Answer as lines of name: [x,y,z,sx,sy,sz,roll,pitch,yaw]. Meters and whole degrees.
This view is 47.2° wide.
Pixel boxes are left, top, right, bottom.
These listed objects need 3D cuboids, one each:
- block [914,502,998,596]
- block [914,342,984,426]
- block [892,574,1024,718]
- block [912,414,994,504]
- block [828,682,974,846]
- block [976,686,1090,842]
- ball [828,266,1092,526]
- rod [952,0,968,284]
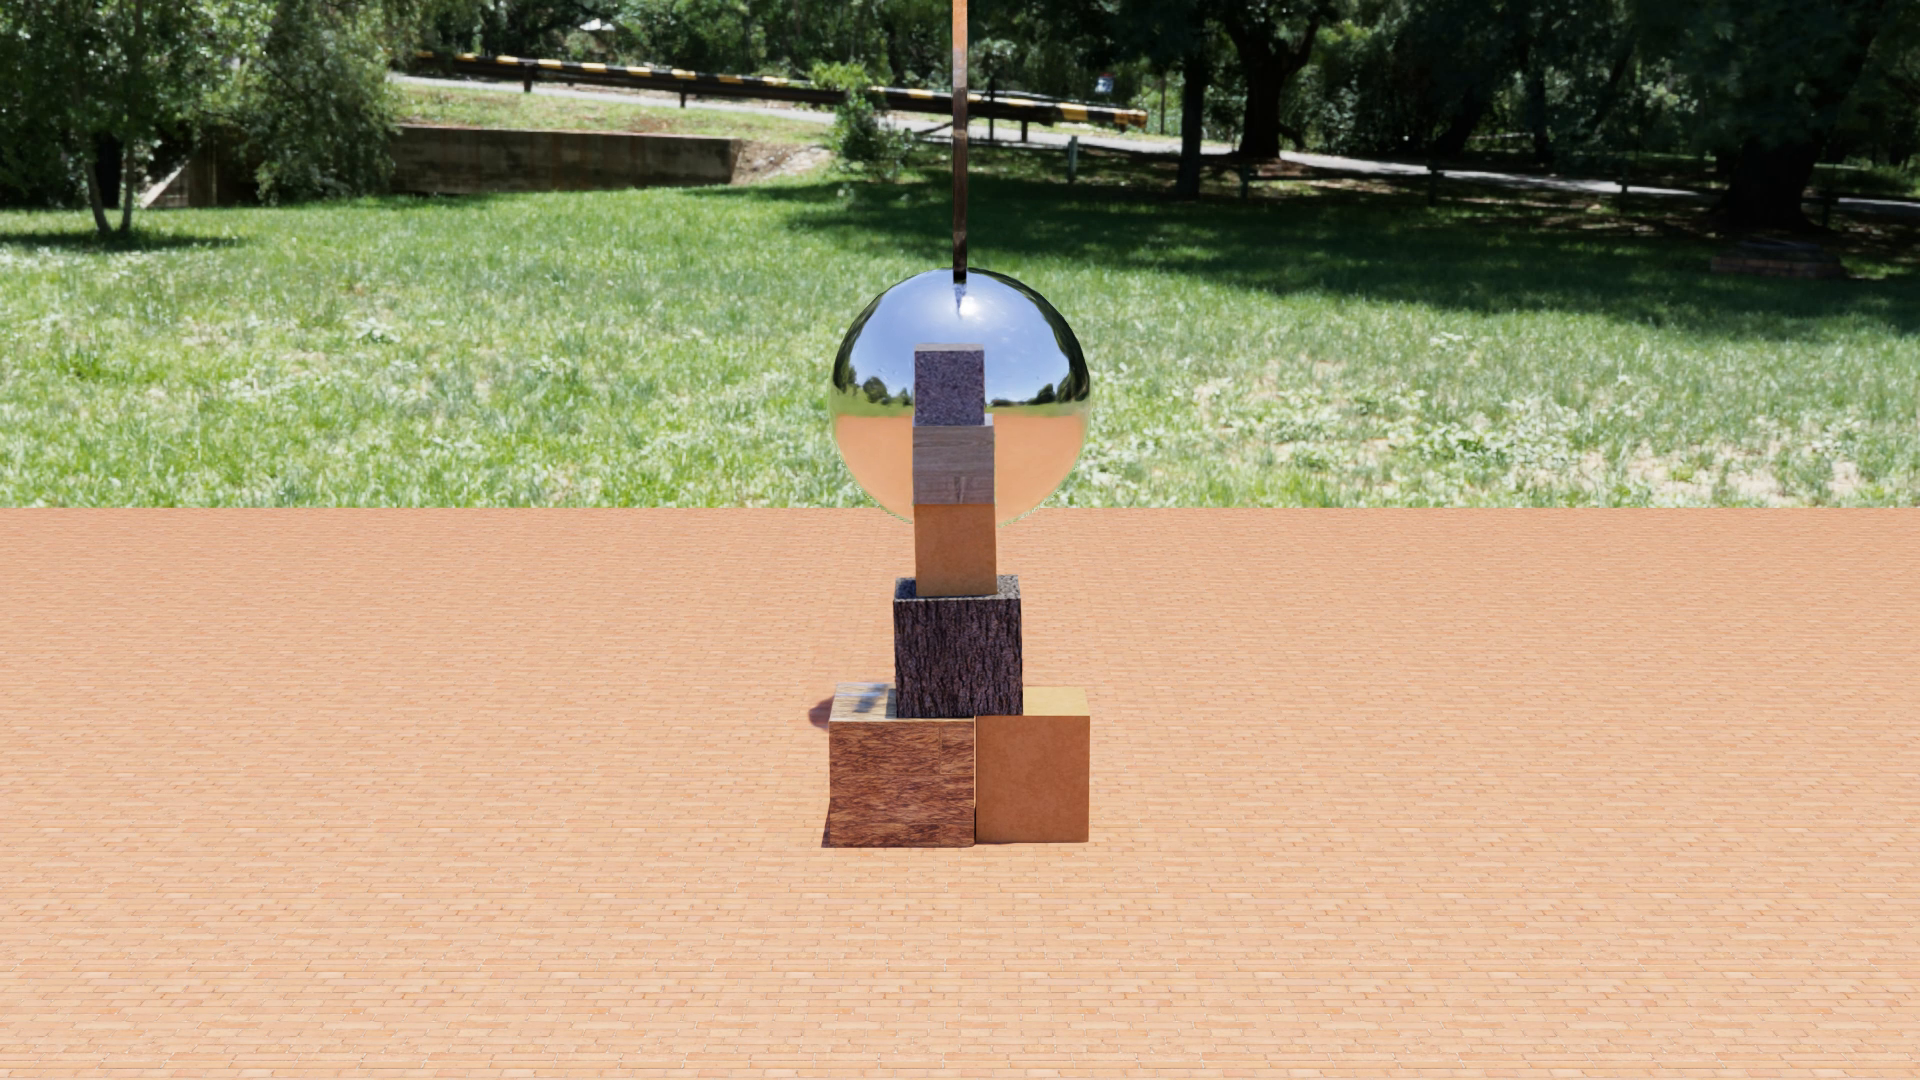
block: [-0.023,0.007,11.192,0.406,0.473,0.442,-1,10,0]
block: [-0.051,-0.781,10.994,0.342,0.372,0.358,-1,11,0]
block: [-0.008,0.536,11.269,0.637,0.595,0.616,-1,10,0]
block: [-0.032,-0.414,11.097,0.403,0.389,0.464,-1,11,0]
block: [-0.291,1.153,11.406,0.725,0.651,0.798,0,10,0]
block: [0.367,1.153,11.374,0.571,0.662,0.584,0,10,0]
ball: [0.000,-0.854,13.358,1.600,1.600,1.600,0,10,0]
rod: [0.000,-3.712,11.516,0.080,5.200,0.080,0,33,0]
